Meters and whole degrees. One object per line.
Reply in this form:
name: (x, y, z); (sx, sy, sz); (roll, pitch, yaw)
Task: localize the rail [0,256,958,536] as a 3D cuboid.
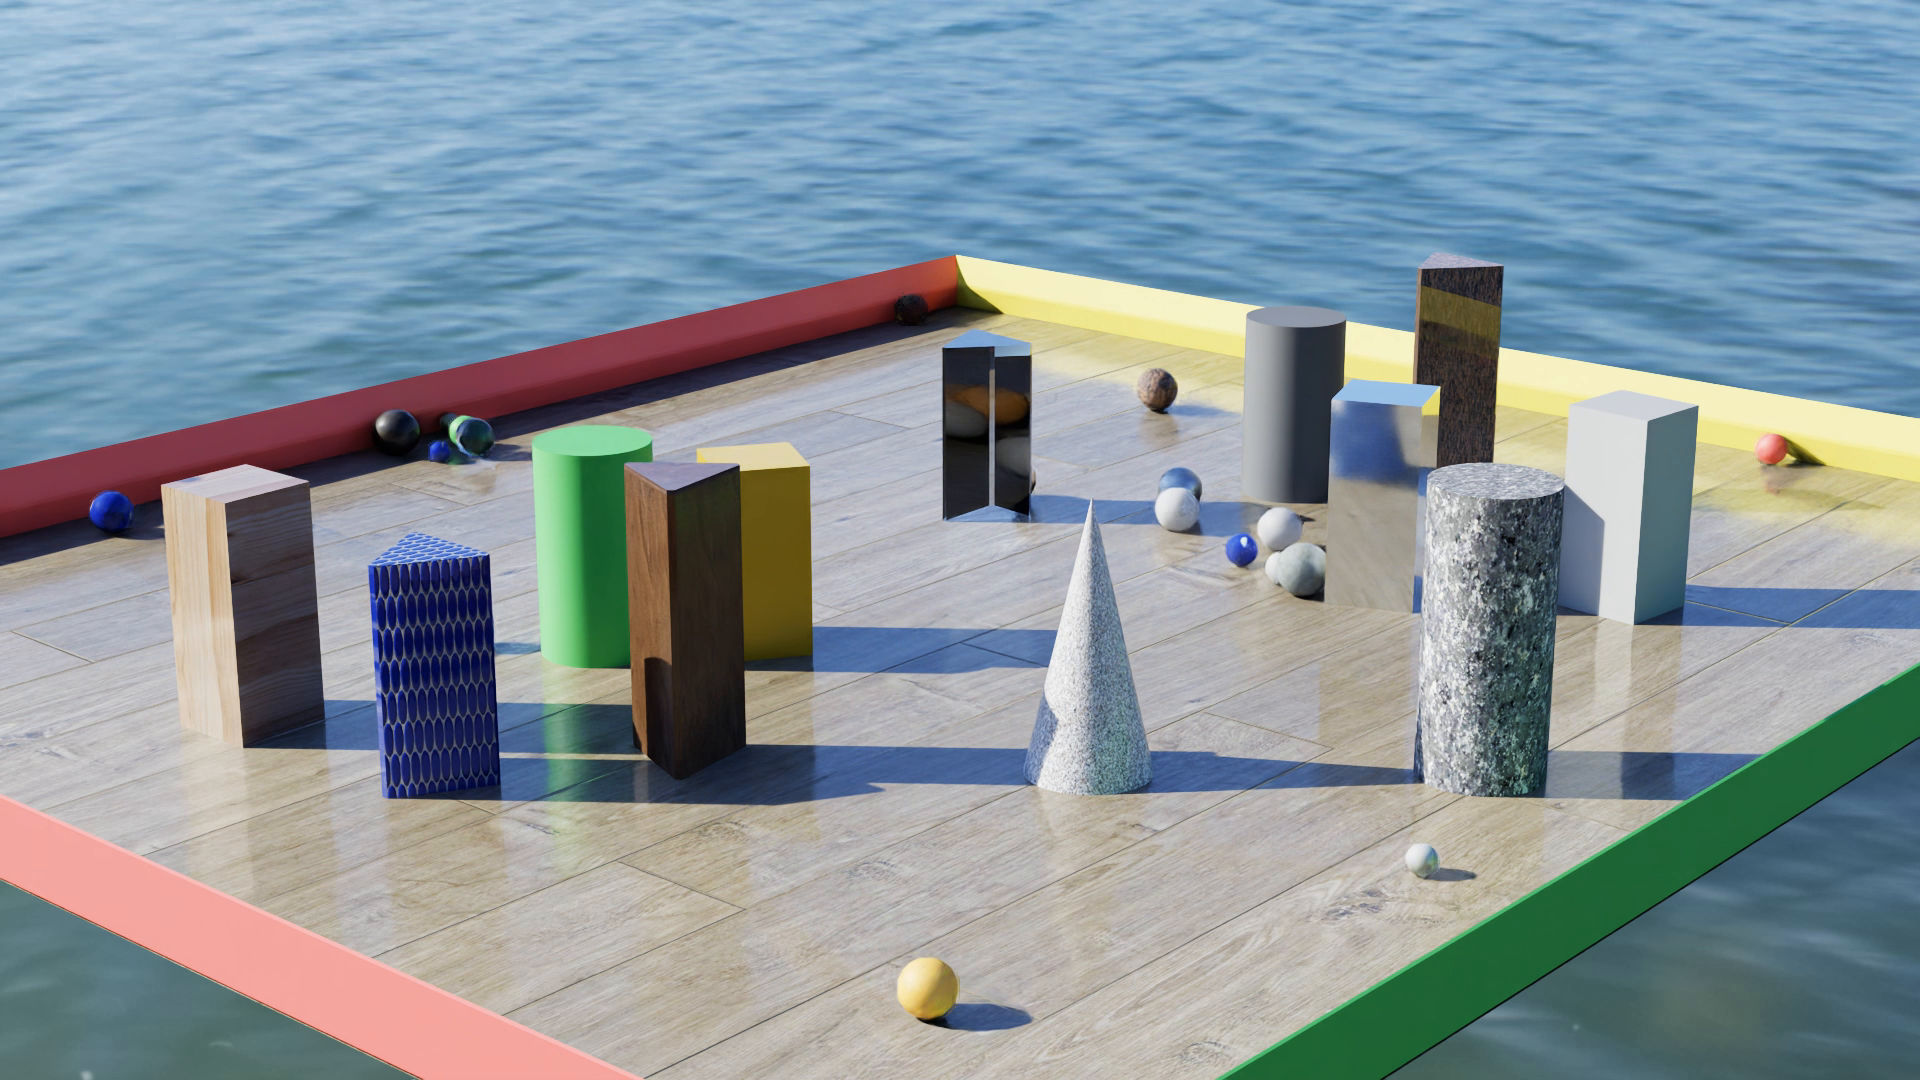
rail: (-1.169, -0.262, 6.092); (0.045, 0.126, 3.589); (14, 22, 39)

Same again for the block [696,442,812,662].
block: (-0.338, 0.019, 4.825); (0.155, 0.322, 0.155); (-5, 17, -15)

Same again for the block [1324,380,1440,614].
block: (0.730, -0.077, 5.071); (0.155, 0.365, 0.155); (6, 18, 19)

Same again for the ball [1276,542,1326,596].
ball: (0.599, 0.051, 5.114); (0.094, 0.094, 0.094); (0, 17, 0)

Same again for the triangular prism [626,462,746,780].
triangular prism: (-0.429, 0.108, 4.326); (0.145, 0.440, 0.168); (10, 19, 30)

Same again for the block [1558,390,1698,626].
block: (1.143, -0.058, 5.021); (0.155, 0.357, 0.155); (-16, 23, -42)

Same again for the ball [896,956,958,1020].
ball: (-0.039, 0.539, 3.529); (0.074, 0.074, 0.074); (0, 17, 0)

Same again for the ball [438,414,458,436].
ball: (-1.074, -0.244, 6.172); (0.047, 0.047, 0.047); (0, 17, 0)

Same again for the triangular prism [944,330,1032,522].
triangular prism: (0.039, -0.222, 5.596); (0.168, 0.338, 0.145); (-3, 17, -10)

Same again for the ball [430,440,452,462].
ball: (-1.058, -0.180, 5.967); (0.044, 0.044, 0.044); (0, 17, 0)

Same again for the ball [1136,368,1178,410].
ball: (0.428, -0.327, 6.372); (0.090, 0.090, 0.090); (0, 17, 0)

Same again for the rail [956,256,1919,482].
rail: (1.161, -0.355, 6.400); (3.144, 0.126, 0.045); (14, 22, 39)

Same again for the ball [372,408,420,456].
ball: (-1.155, -0.221, 6.011); (0.097, 0.097, 0.097); (0, 17, 0)

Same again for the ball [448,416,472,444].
ball: (-1.025, -0.225, 6.074); (0.067, 0.067, 0.067); (0, 17, 0)

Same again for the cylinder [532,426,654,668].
cylinder: (-0.595, 0.010, 4.796); (0.194, 0.357, 0.194); (0, 17, 0)

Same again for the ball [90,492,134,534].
ball: (-1.584, -0.051, 5.478); (0.080, 0.080, 0.080); (0, 17, 0)

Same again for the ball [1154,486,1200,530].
ball: (0.407, -0.058, 5.496); (0.083, 0.083, 0.083); (0, 17, 0)

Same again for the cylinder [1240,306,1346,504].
cylinder: (0.650, -0.265, 5.721); (0.194, 0.349, 0.194); (0, 17, 0)

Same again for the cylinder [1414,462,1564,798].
cylinder: (0.764, 0.129, 4.247); (0.194, 0.446, 0.194); (0, 17, 0)

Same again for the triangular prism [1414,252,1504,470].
triangular prism: (0.935, -0.312, 5.670); (0.168, 0.468, 0.145); (-3, 17, -9)

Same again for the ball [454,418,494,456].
ball: (-0.994, -0.211, 6.005); (0.080, 0.080, 0.080); (0, 17, 0)

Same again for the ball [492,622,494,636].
ball: (-0.802, 0.148, 4.842); (0.065, 0.065, 0.065); (0, 17, 0)

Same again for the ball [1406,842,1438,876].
ball: (0.622, 0.430, 3.945); (0.044, 0.044, 0.044); (0, 17, 0)

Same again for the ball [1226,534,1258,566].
ball: (0.507, 0.018, 5.286); (0.058, 0.058, 0.058); (0, 17, 0)

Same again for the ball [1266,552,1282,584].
ball: (0.568, 0.049, 5.184); (0.057, 0.057, 0.057); (0, 17, 0)

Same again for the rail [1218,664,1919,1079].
rail: (1.169, 0.325, 4.149); (0.045, 0.126, 3.589); (14, 22, 39)

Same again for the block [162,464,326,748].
block: (-1.088, 0.098, 4.457); (0.155, 0.383, 0.155); (14, 21, 38)

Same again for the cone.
cone: (0.189, 0.138, 4.257); (0.194, 0.422, 0.194); (0, 17, 0)

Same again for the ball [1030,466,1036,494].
ball: (0.107, -0.118, 5.695); (0.081, 0.081, 0.081); (0, 17, 0)

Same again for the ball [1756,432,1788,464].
ball: (1.648, -0.186, 5.953); (0.063, 0.063, 0.063); (0, 17, 0)

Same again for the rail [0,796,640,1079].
rail: (-1.161, 0.418, 3.840); (3.144, 0.126, 0.045); (14, 22, 39)

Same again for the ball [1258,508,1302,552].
ball: (0.585, -0.020, 5.372); (0.080, 0.080, 0.080); (0, 17, 0)

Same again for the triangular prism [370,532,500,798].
triangular prism: (-0.772, 0.176, 4.258); (0.168, 0.349, 0.145); (-6, 18, -18)

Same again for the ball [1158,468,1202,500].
ball: (0.422, -0.098, 5.623); (0.085, 0.085, 0.085); (0, 17, 0)

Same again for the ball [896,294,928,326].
ball: (-0.118, -0.563, 7.175); (0.079, 0.079, 0.079); (0, 17, 0)
